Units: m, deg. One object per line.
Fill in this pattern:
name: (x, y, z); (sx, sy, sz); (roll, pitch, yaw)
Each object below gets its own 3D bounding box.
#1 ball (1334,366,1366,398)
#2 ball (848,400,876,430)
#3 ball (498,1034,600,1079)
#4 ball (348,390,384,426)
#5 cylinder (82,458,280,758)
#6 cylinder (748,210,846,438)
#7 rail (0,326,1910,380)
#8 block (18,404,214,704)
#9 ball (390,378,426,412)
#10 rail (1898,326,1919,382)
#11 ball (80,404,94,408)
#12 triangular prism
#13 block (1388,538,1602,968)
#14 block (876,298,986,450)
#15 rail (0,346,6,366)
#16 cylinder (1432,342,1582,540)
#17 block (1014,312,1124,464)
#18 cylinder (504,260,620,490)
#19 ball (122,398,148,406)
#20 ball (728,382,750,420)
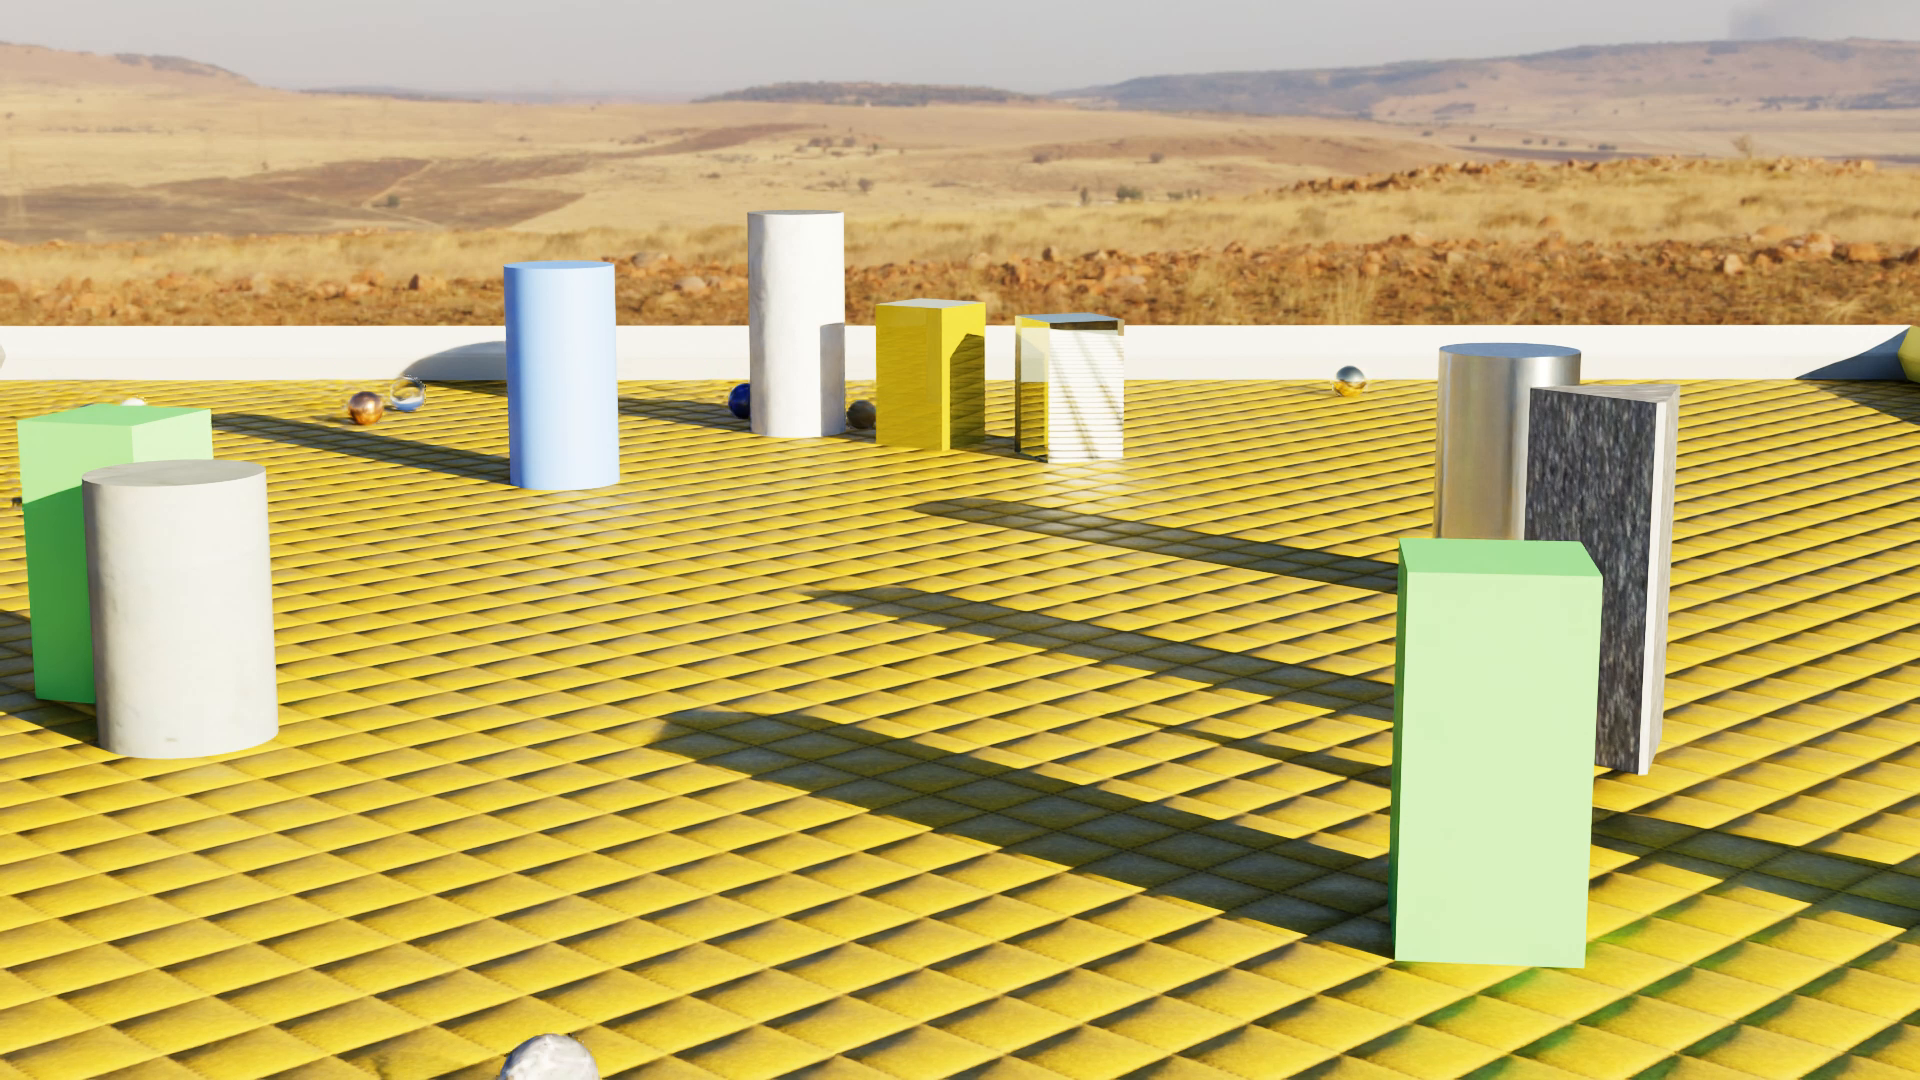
ball: (0.856, -0.348, 5.638); (0.071, 0.071, 0.071); (0, 11, 0)
ball: (-0.196, -0.252, 5.147); (0.061, 0.061, 0.061); (0, 11, 0)
ball: (-0.282, 0.374, 1.764); (0.069, 0.069, 0.069); (0, 11, 0)
ball: (-1.206, -0.268, 5.206); (0.071, 0.071, 0.071); (0, 11, 0)
cylinder: (-0.845, 0.071, 2.785); (0.190, 0.292, 0.190); (0, 11, 0)
cylinder: (-0.324, -0.433, 5.099); (0.190, 0.435, 0.190); (0, 11, 0)
rail: (-0.015, -0.430, 5.931); (4.449, 0.124, 0.045); (0, 11, 0)
block: (-0.976, 0.015, 2.994); (0.152, 0.325, 0.152); (3, 11, 17)
ball: (-1.162, -0.304, 5.398); (0.073, 0.073, 0.073); (0, 11, 0)
rail: (2.201, 0.029, 3.462); (0.045, 0.124, 5.095); (0, 11, 0)
ball: (-1.725, -0.239, 5.083); (0.060, 0.060, 0.060); (0, 11, 0)
triangular prism: (0.710, 0.033, 2.728); (0.143, 0.388, 0.165); (-9, 14, -39)
block: (0.442, 0.173, 2.143); (0.152, 0.325, 0.152); (1, 11, 7)
block: (-0.056, -0.321, 4.948); (0.152, 0.271, 0.152); (7, 13, 32)
rail: (-2.201, 0.034, 3.437); (0.045, 0.124, 5.095); (0, 11, 0)
cylinder: (0.748, -0.091, 3.520); (0.190, 0.341, 0.190); (0, 11, 0)
block: (0.203, -0.286, 4.792); (0.152, 0.259, 0.152); (-4, 11, -23)
cylinder: (-0.695, -0.290, 4.482); (0.190, 0.380, 0.190); (0, 11, 0)
ball: (-1.651, -0.251, 5.129); (0.066, 0.066, 0.066); (0, 11, 0)
ball: (-0.442, -0.287, 5.302); (0.075, 0.075, 0.075); (0, 11, 0)
